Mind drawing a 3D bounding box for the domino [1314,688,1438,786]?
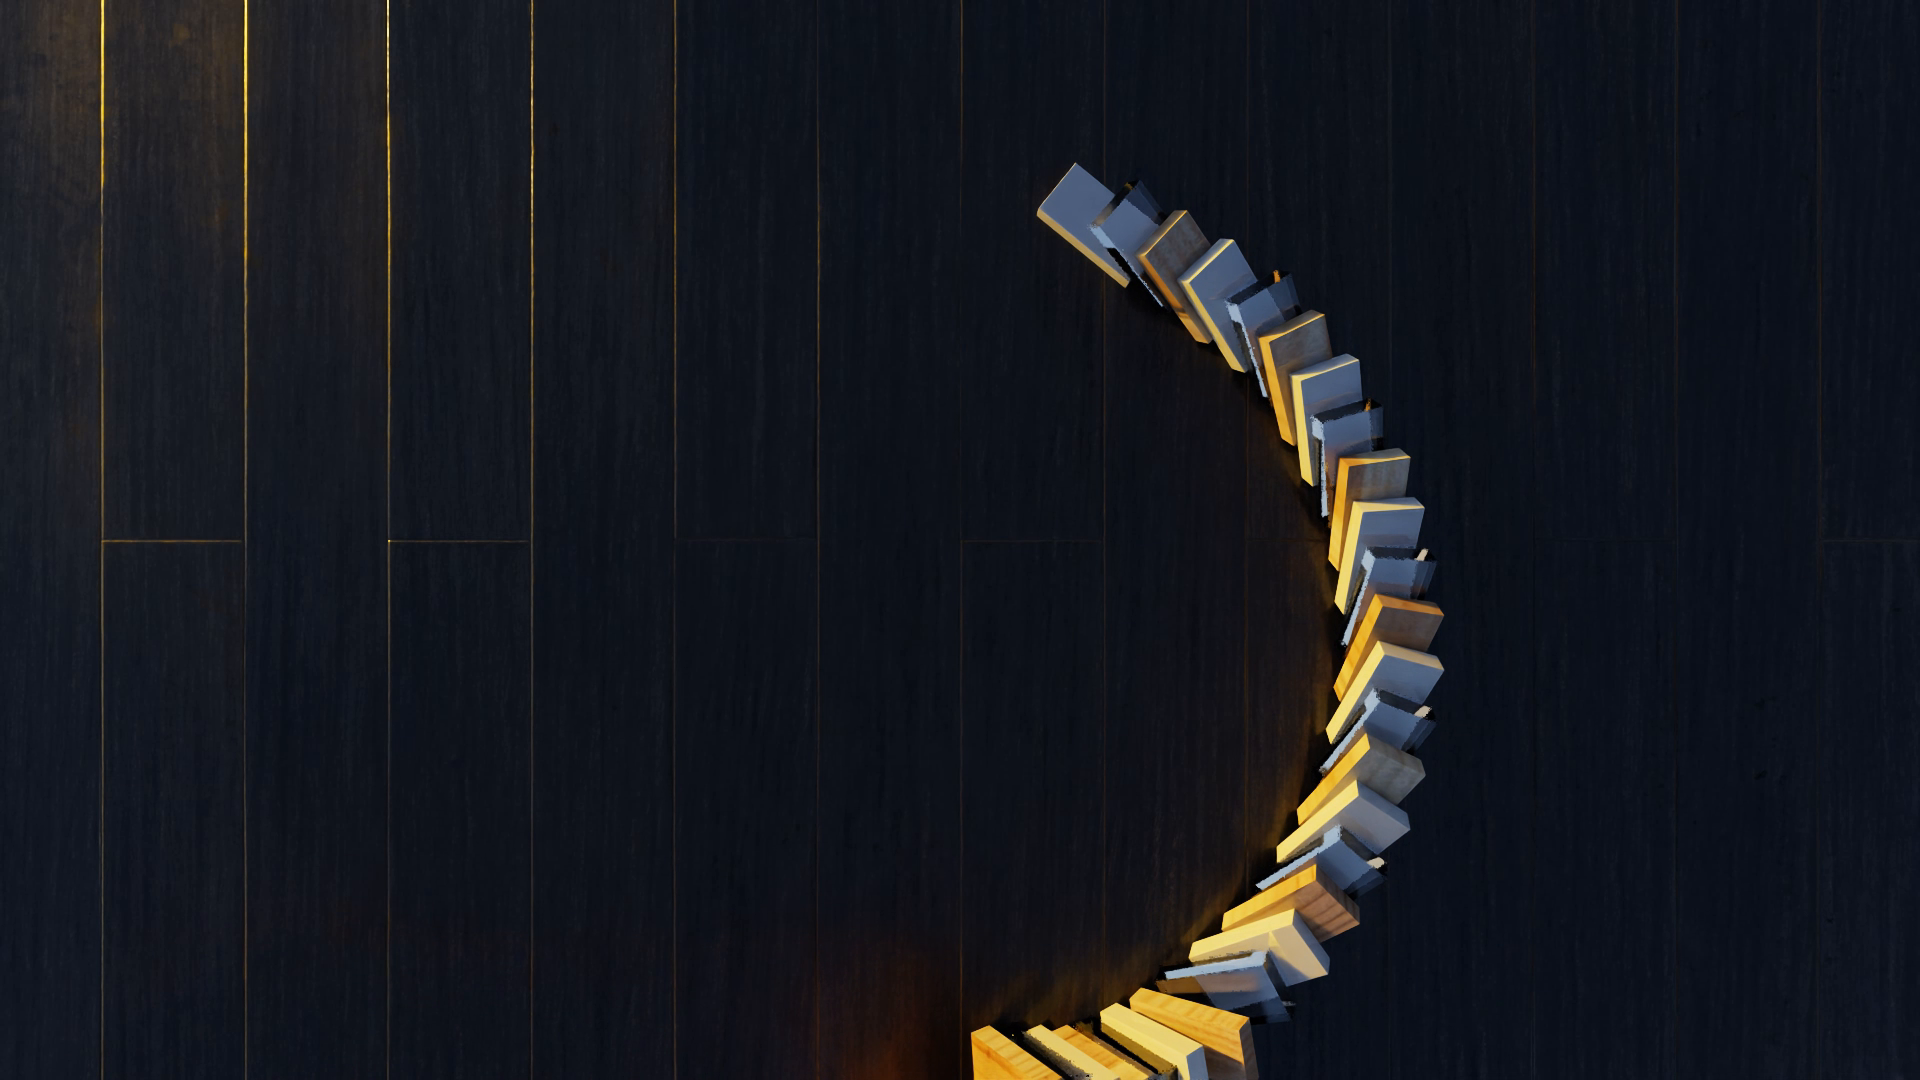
[{"bbox_3d":[0.173,0.087,0.383,0.025,0.009,0.050,21,120,0],"label":"domino"}]

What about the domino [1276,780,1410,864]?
[{"bbox_3d":[0.159,0.125,0.383,0.025,0.010,0.050,33,121,0],"label":"domino"}]

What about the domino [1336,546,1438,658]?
[{"bbox_3d":[0.178,0.027,0.383,0.025,0.010,0.050,3,120,0],"label":"domino"}]

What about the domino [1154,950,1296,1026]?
[{"bbox_3d":[0.110,0.189,0.383,0.050,0.010,0.025,-28,90,33],"label":"domino"}]

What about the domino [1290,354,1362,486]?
[{"bbox_3d":[0.155,-0.050,0.384,0.025,0.009,0.050,-19,120,0],"label":"domino"}]

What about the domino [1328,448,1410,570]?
[{"bbox_3d":[0.171,-0.012,0.383,0.025,0.009,0.050,-8,120,0],"label":"domino"}]

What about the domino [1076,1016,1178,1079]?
[{"bbox_3d":[0.068,0.220,0.376,0.009,0.050,0.025,-4,90,-33],"label":"domino"}]

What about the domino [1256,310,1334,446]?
[{"bbox_3d":[0.143,-0.067,0.383,0.025,0.009,0.050,-26,120,0],"label":"domino"}]

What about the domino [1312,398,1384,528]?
[{"bbox_3d":[0.163,-0.032,0.383,0.025,0.010,0.050,-16,120,0],"label":"domino"}]

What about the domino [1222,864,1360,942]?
[{"bbox_3d":[0.138,0.158,0.383,0.025,0.010,0.050,45,121,0],"label":"domino"}]

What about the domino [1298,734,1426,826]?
[{"bbox_3d":[0.167,0.106,0.383,0.025,0.009,0.050,26,120,0],"label":"domino"}]

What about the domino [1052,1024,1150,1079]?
[{"bbox_3d":[0.057,0.223,0.376,0.009,0.050,0.025,-4,90,-33],"label":"domino"}]

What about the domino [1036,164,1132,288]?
[{"bbox_3d":[0.061,-0.135,0.395,0.050,0.010,0.025,39,90,0],"label":"domino"}]

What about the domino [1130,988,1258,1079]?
[{"bbox_3d":[0.096,0.206,0.379,0.050,0.010,0.025,-7,94,43],"label":"domino"}]

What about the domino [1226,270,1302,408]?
[{"bbox_3d":[0.131,-0.084,0.383,0.025,0.010,0.050,-31,120,0],"label":"domino"}]

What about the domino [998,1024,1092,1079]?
[{"bbox_3d":[0.034,0.223,0.376,0.009,0.050,0.025,-4,90,-33],"label":"domino"}]

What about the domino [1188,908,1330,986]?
[{"bbox_3d":[0.125,0.175,0.383,0.050,0.010,0.025,-36,90,30],"label":"domino"}]

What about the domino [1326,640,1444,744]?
[{"bbox_3d":[0.177,0.067,0.383,0.025,0.010,0.050,15,121,0],"label":"domino"}]

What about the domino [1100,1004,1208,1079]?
[{"bbox_3d":[0.080,0.213,0.376,0.010,0.050,0.025,-10,90,-33],"label":"domino"}]

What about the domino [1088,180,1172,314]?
[{"bbox_3d":[0.079,-0.122,0.384,0.050,0.010,0.025,41,89,-28],"label":"domino"}]

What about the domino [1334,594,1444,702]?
[{"bbox_3d":[0.178,0.047,0.383,0.025,0.009,0.050,9,120,0],"label":"domino"}]

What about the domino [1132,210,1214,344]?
[{"bbox_3d":[0.097,-0.110,0.384,0.025,0.009,0.050,-47,118,0],"label":"domino"}]

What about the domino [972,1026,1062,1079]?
[{"bbox_3d":[0.023,0.224,0.376,0.009,0.050,0.025,-4,90,-33],"label":"domino"}]

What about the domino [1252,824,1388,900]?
[{"bbox_3d":[0.149,0.142,0.383,0.025,0.010,0.050,40,121,0],"label":"domino"}]

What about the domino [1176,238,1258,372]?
[{"bbox_3d":[0.114,-0.098,0.384,0.025,0.010,0.050,-43,119,0],"label":"domino"}]

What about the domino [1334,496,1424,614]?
[{"bbox_3d":[0.175,0.007,0.383,0.025,0.010,0.050,-4,120,0],"label":"domino"}]

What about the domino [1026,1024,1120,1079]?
[{"bbox_3d":[0.046,0.223,0.376,0.010,0.050,0.025,-4,90,-33],"label":"domino"}]
